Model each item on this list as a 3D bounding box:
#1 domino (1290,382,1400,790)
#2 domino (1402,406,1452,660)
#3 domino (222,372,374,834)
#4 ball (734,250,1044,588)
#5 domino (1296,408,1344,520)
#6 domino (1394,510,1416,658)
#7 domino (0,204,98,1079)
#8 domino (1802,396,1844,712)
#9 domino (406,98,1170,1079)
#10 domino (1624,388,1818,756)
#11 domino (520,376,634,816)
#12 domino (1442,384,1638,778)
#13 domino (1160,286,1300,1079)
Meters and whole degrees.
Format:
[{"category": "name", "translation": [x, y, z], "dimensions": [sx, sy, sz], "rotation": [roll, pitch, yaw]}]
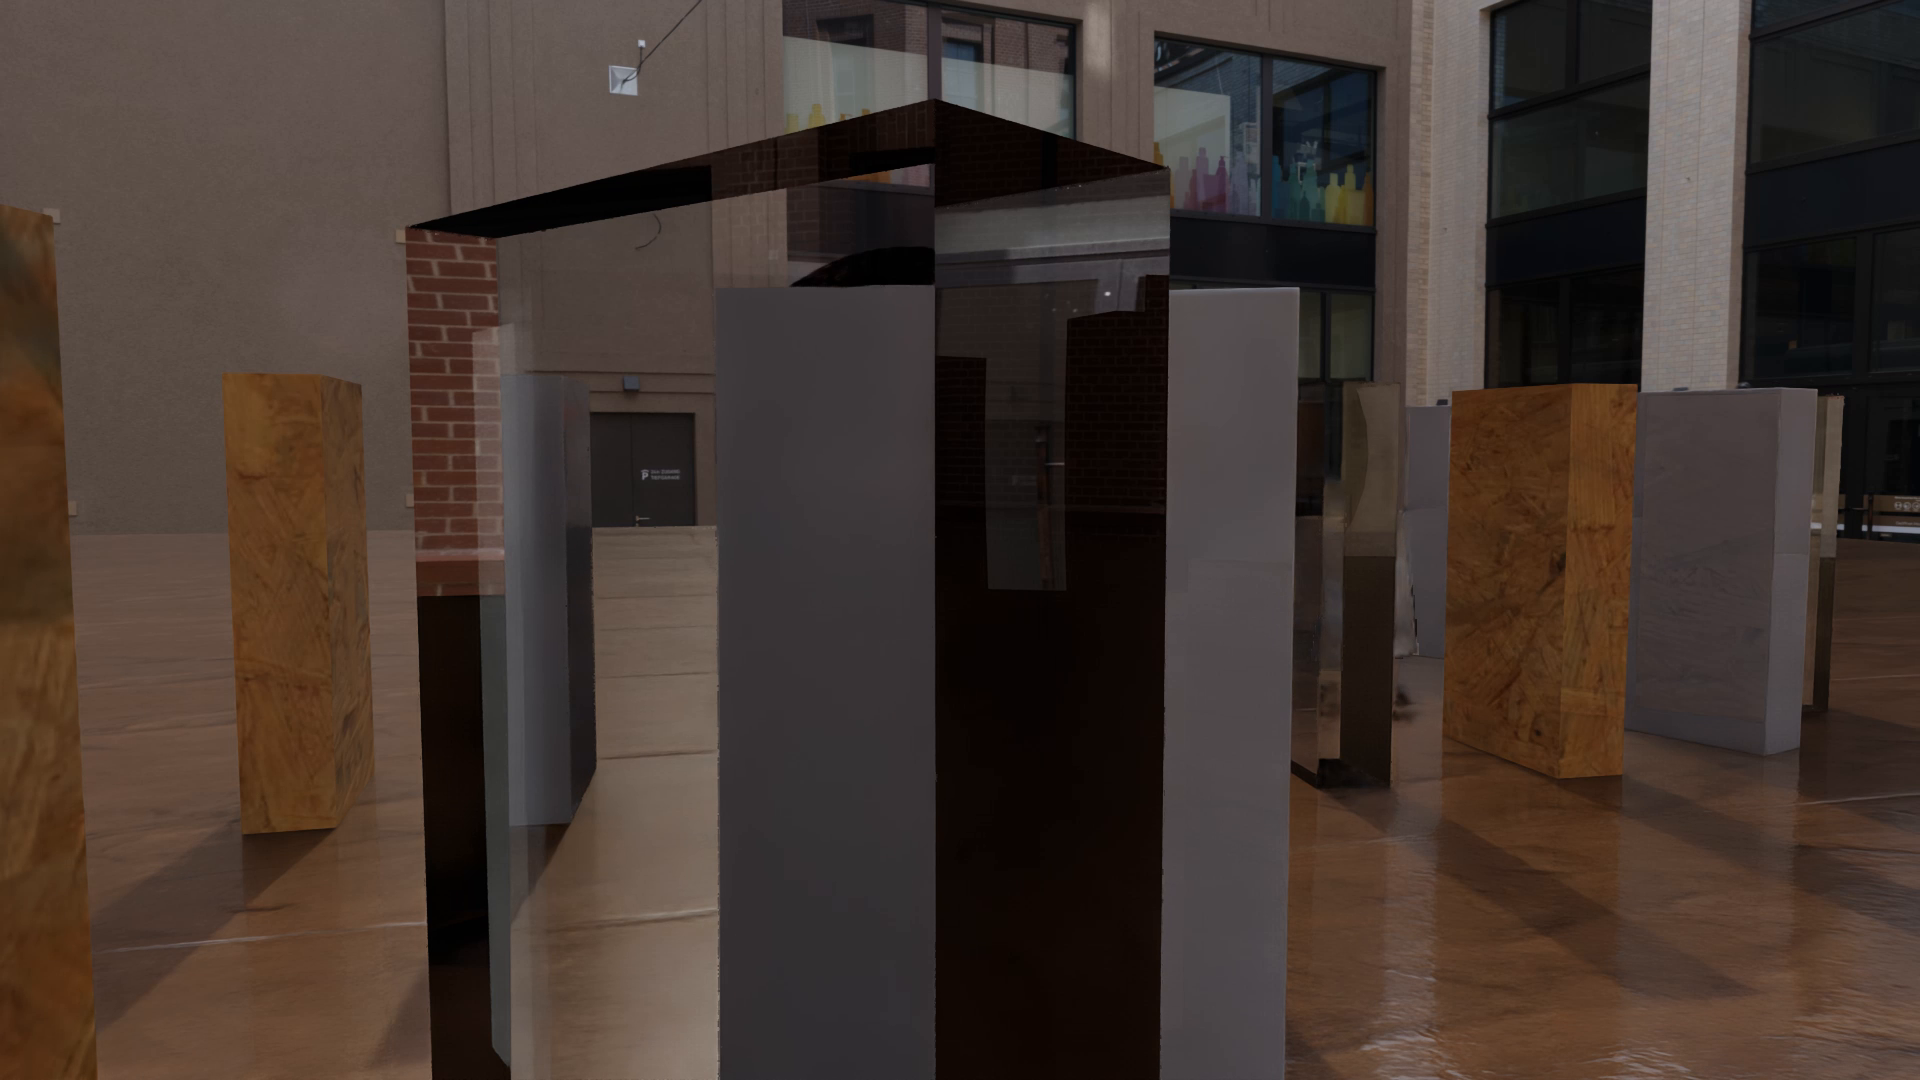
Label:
[{"category": "domino", "translation": [0.047, 0.005, 0.169], "dimensions": [0.009, 0.050, 0.025], "rotation": [-1, 4, -8]}, {"category": "domino", "translation": [0.101, -0.002, 0.264], "dimensions": [0.009, 0.050, 0.025], "rotation": [4, 6, 44]}, {"category": "domino", "translation": [-0.077, 0.006, 0.151], "dimensions": [0.009, 0.050, 0.025], "rotation": [-1, 4, -16]}, {"category": "ball", "translation": [-0.007, -0.020, 0.271], "dimensions": [0.080, 0.080, 0.080], "rotation": [0, 4, 0]}, {"category": "domino", "translation": [0.076, -0.004, 0.283], "dimensions": [0.010, 0.050, 0.025], "rotation": [3, 5, 31]}, {"category": "domino", "translation": [0.058, 0.009, 0.240], "dimensions": [0.050, 0.025, 0.009], "rotation": [-5, -1, 45]}, {"category": "domino", "translation": [-0.036, 0.015, 0.032], "dimensions": [0.009, 0.050, 0.025], "rotation": [0, 4, 4]}, {"category": "domino", "translation": [0.127, 0.002, 0.209], "dimensions": [0.025, 0.050, 0.009], "rotation": [1, 4, 12]}, {"category": "domino", "translation": [-0.007, 0.014, 0.042], "dimensions": [0.025, 0.050, 0.009], "rotation": [4, 6, 41]}, {"category": "domino", "translation": [0.107, 0.004, 0.186], "dimensions": [0.010, 0.050, 0.025], "rotation": [-3, 5, -32]}, {"category": "domino", "translation": [-0.047, 0.006, 0.158], "dimensions": [0.010, 0.050, 0.025], "rotation": [-1, 4, -10]}, {"category": "domino", "translation": [0.078, 0.004, 0.175], "dimensions": [0.009, 0.050, 0.025], "rotation": [-1, 4, -13]}, {"category": "domino", "translation": [0.005, 0.012, 0.070], "dimensions": [0.025, 0.050, 0.009], "rotation": [1, 4, 11]}]
